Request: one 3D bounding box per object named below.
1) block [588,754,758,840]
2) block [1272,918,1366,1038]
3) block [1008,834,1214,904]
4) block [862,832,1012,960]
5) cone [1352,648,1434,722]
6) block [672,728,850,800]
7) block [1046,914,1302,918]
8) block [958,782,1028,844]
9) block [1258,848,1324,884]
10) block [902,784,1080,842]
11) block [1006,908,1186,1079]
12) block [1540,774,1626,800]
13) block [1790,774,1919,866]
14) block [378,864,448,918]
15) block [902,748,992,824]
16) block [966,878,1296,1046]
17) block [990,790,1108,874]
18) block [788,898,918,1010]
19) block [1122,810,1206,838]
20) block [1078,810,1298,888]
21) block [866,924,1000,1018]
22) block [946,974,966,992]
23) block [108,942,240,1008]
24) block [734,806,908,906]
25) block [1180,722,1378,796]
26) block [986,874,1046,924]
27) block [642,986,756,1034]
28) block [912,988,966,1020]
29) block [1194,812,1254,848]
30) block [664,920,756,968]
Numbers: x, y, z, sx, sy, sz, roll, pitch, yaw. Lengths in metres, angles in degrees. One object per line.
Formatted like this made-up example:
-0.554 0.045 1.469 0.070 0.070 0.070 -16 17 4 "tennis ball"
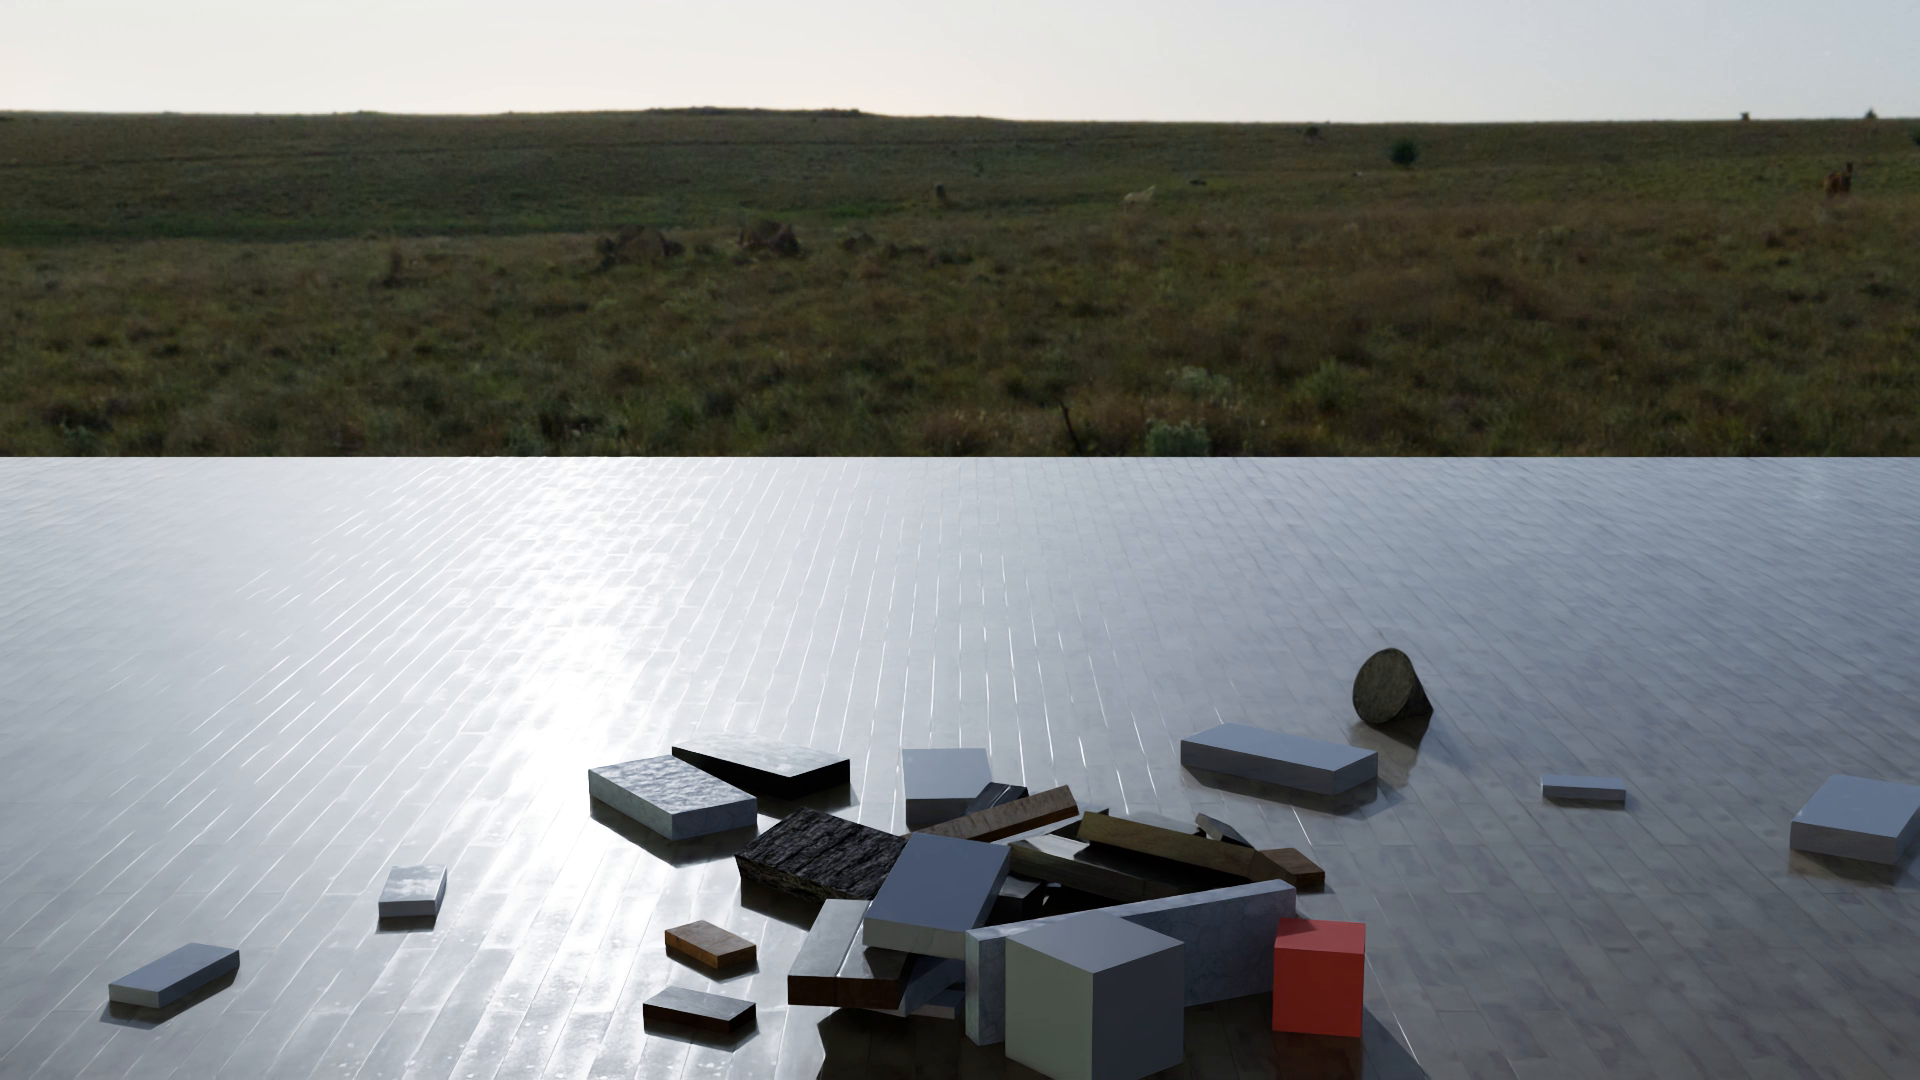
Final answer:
-0.543 0.480 4.127 0.175 0.049 0.349 -7 13 -34 "block"
0.514 0.624 3.147 0.123 0.123 0.123 2 11 11 "block"
0.246 0.550 3.627 0.308 0.044 0.154 11 4 29 "block"
-0.031 0.524 3.258 0.154 0.044 0.308 7 17 11 "block"
0.976 0.344 4.786 0.170 0.170 0.170 25 -5 -33 "cone"
-0.395 0.441 4.341 0.333 0.047 0.167 9 14 40 "block"
0.344 0.614 3.363 0.396 0.047 0.165 -1 10 -17 "block"
0.013 0.510 3.766 0.077 0.022 0.299 4 30 32 "block"
0.569 0.560 3.778 0.066 0.019 0.131 -3 11 -15 "block"
0.018 0.495 3.740 0.367 0.021 0.073 -17 24 -4 "block"
0.183 0.627 2.999 0.172 0.172 0.172 -9 14 -39 "block"
1.197 0.475 4.228 0.153 0.022 0.077 2 11 11 "block"
1.640 0.504 3.997 0.175 0.049 0.349 7 12 32 "block"
-0.907 0.581 3.650 0.090 0.025 0.180 -1 11 -7 "block"
-0.025 0.467 4.204 0.166 0.047 0.333 -1 11 -3 "block"
0.252 0.605 3.169 0.517 0.154 0.044 -5 12 -24 "block"
0.101 0.522 3.905 0.166 0.047 0.333 8 13 38 "block"
-0.144 0.596 3.182 0.154 0.044 0.309 1 11 7 "block"
0.362 0.523 3.969 0.076 0.022 0.153 -10 14 -42 "block"
0.376 0.527 3.662 0.329 0.047 0.165 8 -18 37 "block"
-0.073 0.623 3.277 0.154 0.044 0.309 6 12 28 "block"
-0.009 0.648 3.308 0.063 0.018 0.125 1 11 6 "block"
-1.171 0.649 3.284 0.090 0.025 0.180 4 11 20 "block"
-0.207 0.540 3.682 0.329 0.047 0.165 10 32 43 "block"
0.634 0.433 4.378 0.349 0.049 0.175 8 13 38 "block"
0.040 0.562 3.472 0.154 0.044 0.309 6 -2 9 "block"
-0.374 0.674 3.158 0.146 0.021 0.073 5 12 26 "block"
-0.058 0.669 3.195 0.125 0.018 0.063 3 11 17 "block"
0.469 0.523 3.905 0.066 0.019 0.131 24 4 -16 "block"
-0.388 0.627 3.414 0.073 0.021 0.146 -9 14 -40 "block"
